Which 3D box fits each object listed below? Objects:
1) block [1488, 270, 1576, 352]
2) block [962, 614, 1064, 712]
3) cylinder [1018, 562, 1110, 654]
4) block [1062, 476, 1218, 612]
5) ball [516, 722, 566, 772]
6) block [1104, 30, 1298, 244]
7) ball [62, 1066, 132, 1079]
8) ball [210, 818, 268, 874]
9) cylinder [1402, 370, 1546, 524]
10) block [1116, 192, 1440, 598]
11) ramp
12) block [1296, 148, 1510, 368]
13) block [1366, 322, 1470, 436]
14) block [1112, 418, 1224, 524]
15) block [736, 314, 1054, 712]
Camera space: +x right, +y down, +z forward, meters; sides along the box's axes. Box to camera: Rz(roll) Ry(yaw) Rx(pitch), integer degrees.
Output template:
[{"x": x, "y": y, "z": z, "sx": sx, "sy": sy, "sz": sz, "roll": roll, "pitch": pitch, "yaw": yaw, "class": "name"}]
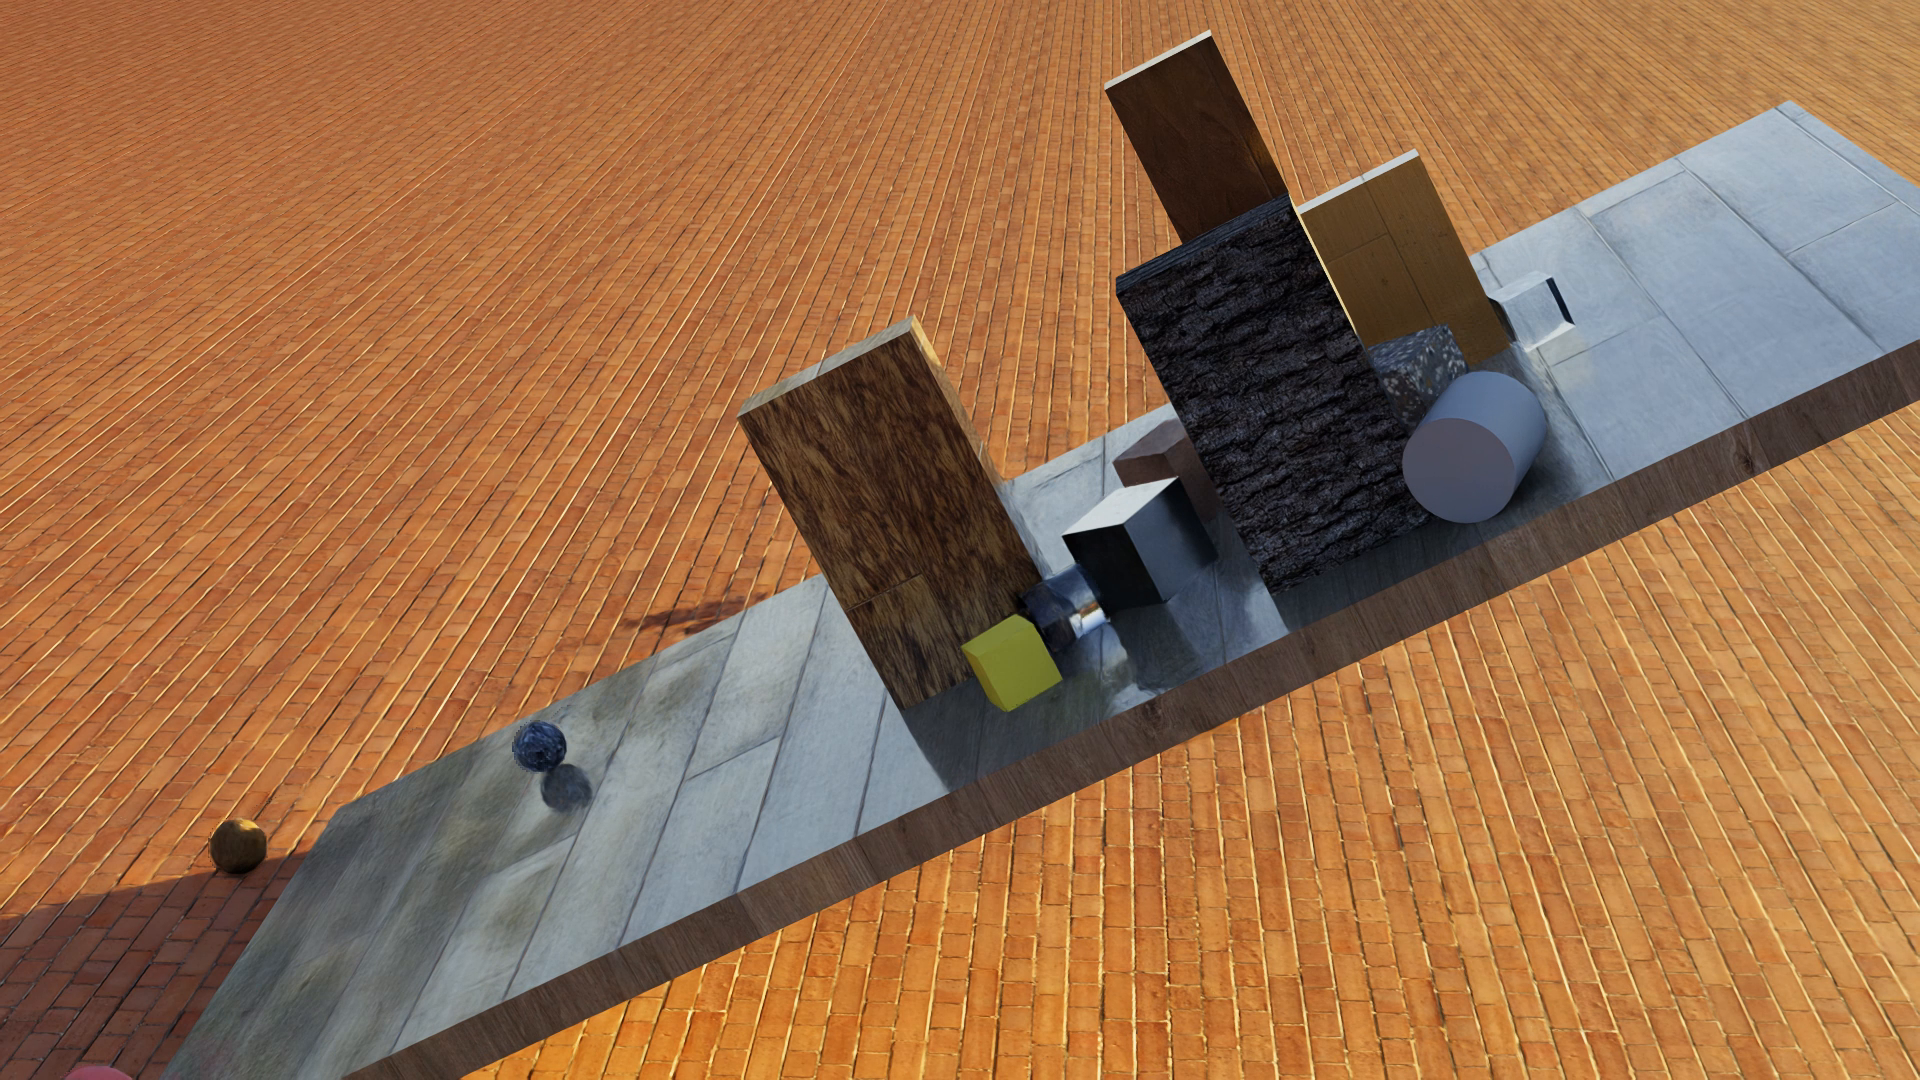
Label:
[{"x": 1.184, "y": -0.475, "z": 6.102, "sx": 0.117, "sy": 0.117, "sz": 0.117, "roll": -28, "pitch": 14, "yaw": 1, "class": "block"}, {"x": 0.099, "y": 0.235, "z": 5.642, "sx": 0.125, "sy": 0.125, "sz": 0.125, "roll": -31, "pitch": 14, "yaw": -9, "class": "block"}, {"x": 0.204, "y": 0.134, "z": 5.785, "sx": 0.134, "sy": 0.134, "sz": 0.134, "roll": -30, "pitch": 23, "yaw": -6, "class": "cylinder"}, {"x": 0.357, "y": 0.011, "z": 5.824, "sx": 0.183, "sy": 0.183, "sz": 0.183, "roll": -39, "pitch": 17, "yaw": -36, "class": "block"}, {"x": -0.977, "y": 0.483, "z": 6.861, "sx": 0.119, "sy": 0.119, "sz": 0.119, "roll": 0, "pitch": 17, "yaw": 0, "class": "ball"}, {"x": 0.631, "y": -0.757, "z": 6.784, "sx": 0.270, "sy": 0.786, "sz": 0.101, "roll": -26, "pitch": 14, "yaw": 10, "class": "block"}, {"x": -1.705, "y": 1.131, "z": 5.802, "sx": 0.187, "sy": 0.187, "sz": 0.187, "roll": 0, "pitch": 17, "yaw": 0, "class": "ball"}, {"x": -1.812, "y": 0.770, "z": 7.390, "sx": 0.139, "sy": 0.139, "sz": 0.139, "roll": 0, "pitch": 17, "yaw": 0, "class": "ball"}, {"x": 0.929, "y": -0.169, "z": 5.309, "sx": 0.207, "sy": 0.207, "sz": 0.207, "roll": 8, "pitch": 30, "yaw": 24, "class": "cylinder"}, {"x": 0.588, "y": -0.265, "z": 5.403, "sx": 0.352, "sy": 0.641, "sz": 0.150, "roll": -26, "pitch": 14, "yaw": 10, "class": "block"}, {"x": 0.140, "y": 0.167, "z": 6.281, "sx": 4.000, "sy": 0.100, "sz": 2.000, "roll": -26, "pitch": 14, "yaw": 10, "class": "ramp"}, {"x": 0.902, "y": -0.538, "z": 6.169, "sx": 0.336, "sy": 0.453, "sz": 0.084, "roll": -26, "pitch": 14, "yaw": 10, "class": "block"}, {"x": 0.881, "y": -0.275, "z": 5.802, "sx": 0.198, "sy": 0.198, "sz": 0.198, "roll": -16, "pitch": 18, "yaw": 41, "class": "block"}, {"x": 0.468, "y": -0.142, "z": 6.171, "sx": 0.176, "sy": 0.176, "sz": 0.176, "roll": -37, "pitch": 16, "yaw": -32, "class": "block"}, {"x": -0.106, "y": -0.051, "z": 5.889, "sx": 0.386, "sy": 0.687, "sz": 0.146, "roll": -26, "pitch": 14, "yaw": 10, "class": "block"}]
